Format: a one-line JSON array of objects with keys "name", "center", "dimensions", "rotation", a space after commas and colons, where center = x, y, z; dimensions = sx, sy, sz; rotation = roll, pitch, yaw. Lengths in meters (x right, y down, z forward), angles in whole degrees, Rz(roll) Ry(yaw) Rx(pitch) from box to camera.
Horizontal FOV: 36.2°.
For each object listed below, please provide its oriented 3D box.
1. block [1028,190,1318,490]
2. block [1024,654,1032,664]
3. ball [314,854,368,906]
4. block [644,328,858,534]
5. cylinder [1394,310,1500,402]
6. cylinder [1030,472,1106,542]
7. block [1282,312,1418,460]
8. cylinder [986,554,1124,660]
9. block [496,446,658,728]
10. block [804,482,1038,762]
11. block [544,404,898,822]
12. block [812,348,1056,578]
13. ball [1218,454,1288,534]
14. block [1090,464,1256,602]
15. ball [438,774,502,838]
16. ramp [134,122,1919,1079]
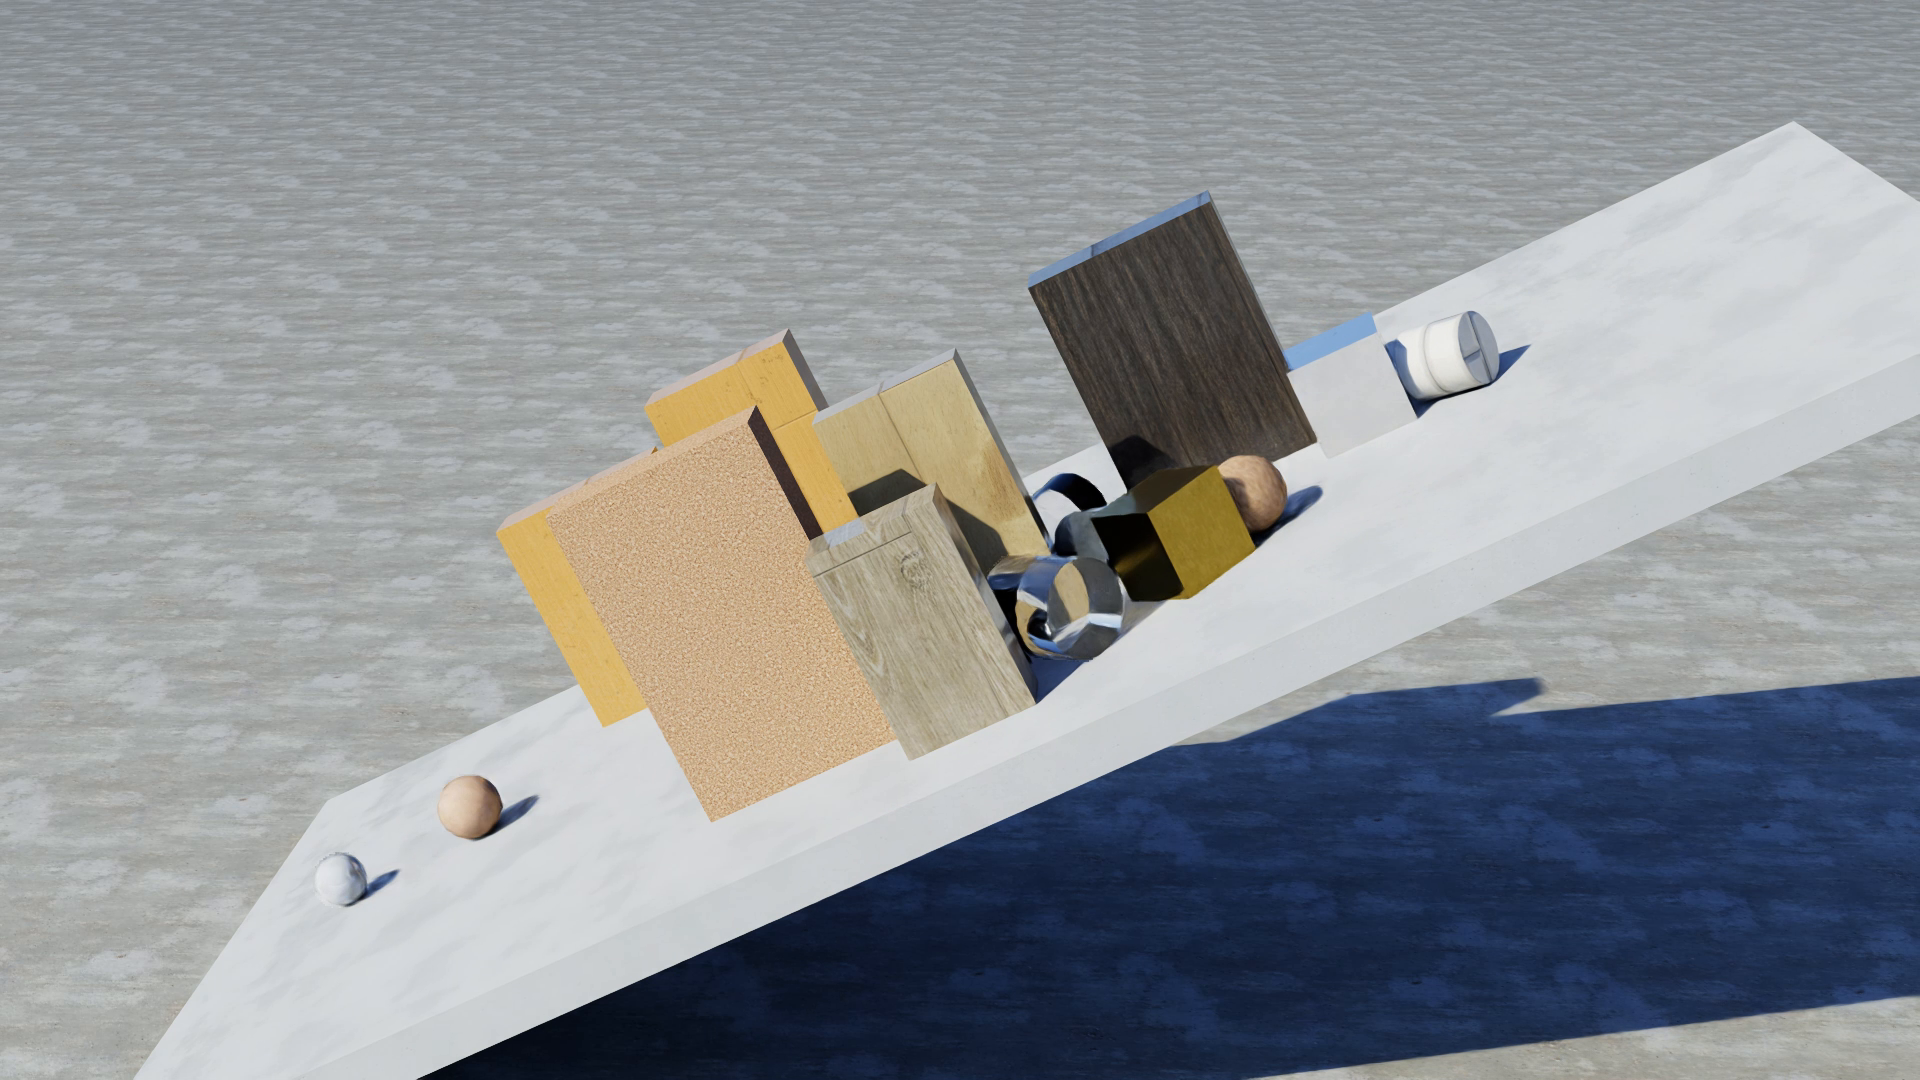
[{"name": "block", "center": [0.462, -0.394, 6.317], "dimensions": [0.425, 0.570, 0.145], "rotation": [-25, 14, 10]}, {"name": "block", "center": [0.039, 0.228, 5.767], "dimensions": [0.121, 0.121, 0.121], "rotation": [-15, 18, 41]}, {"name": "ball", "center": [-1.370, 0.753, 6.513], "dimensions": [0.115, 0.115, 0.115], "rotation": [0, 16, 0]}, {"name": "block", "center": [-0.442, -0.145, 7.036], "dimensions": [0.368, 0.608, 0.149], "rotation": [-25, 14, 10]}, {"name": "cylinder", "center": [1.012, -0.382, 6.114], "dimensions": [0.156, 0.156, 0.156], "rotation": [-16, 3, 40]}, {"name": "cylinder", "center": [0.209, -0.035, 6.331], "dimensions": [0.164, 0.164, 0.164], "rotation": [10, 33, 31]}, {"name": "block", "center": [0.817, -0.326, 6.173], "dimensions": [0.205, 0.205, 0.205], "rotation": [-25, 14, 11]}, {"name": "cylinder", "center": [0.177, 0.127, 5.673], "dimensions": [0.196, 0.196, 0.196], "rotation": [-13, 10, -38]}, {"name": "block", "center": [-0.773, 0.111, 6.878], "dimensions": [0.398, 0.529, 0.136], "rotation": [-25, 14, 10]}, {"name": "block", "center": [-0.070, 0.155, 5.561], "dimensions": [0.267, 0.440, 0.137], "rotation": [-25, 14, 10]}, {"name": "block", "center": [-0.444, 0.147, 5.760], "dimensions": [0.440, 0.692, 0.147], "rotation": [-25, 14, 10]}, {"name": "block", "center": [-0.028, -0.064, 6.017], "dimensions": [0.319, 0.571, 0.102], "rotation": [-25, 14, 10]}, {"name": "ball", "center": [0.572, -0.091, 5.860], "dimensions": [0.159, 0.159, 0.159], "rotation": [0, 16, 0]}, {"name": "block", "center": [0.419, -0.012, 5.786], "dimensions": [0.192, 0.192, 0.192], "rotation": [-35, 15, -29]}, {"name": "ball", "center": [-1.086, 0.591, 6.516], "dimensions": [0.142, 0.142, 0.142], "rotation": [0, 16, 0]}, {"name": "ramp", "center": [0.138, 0.168, 6.281], "dimensions": [4.000, 0.100, 2.000], "rotation": [-25, 14, 10]}]
